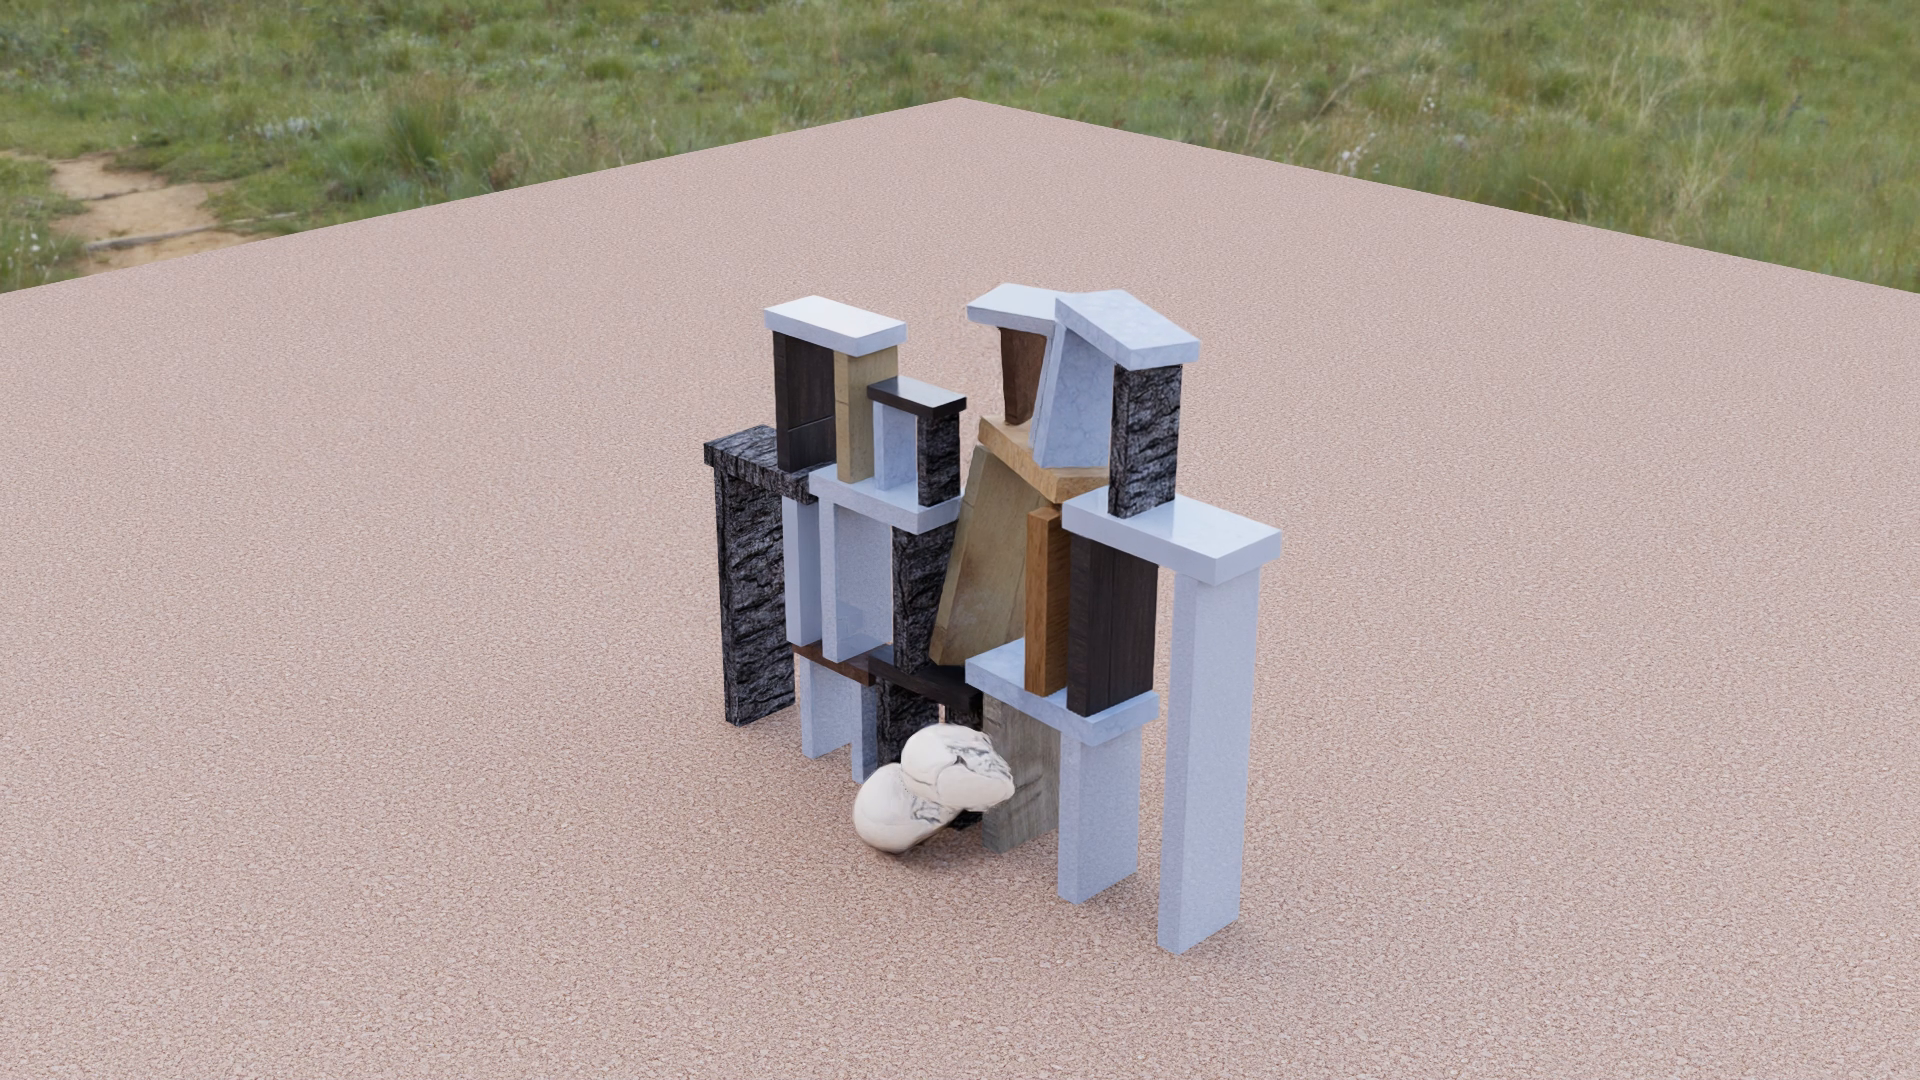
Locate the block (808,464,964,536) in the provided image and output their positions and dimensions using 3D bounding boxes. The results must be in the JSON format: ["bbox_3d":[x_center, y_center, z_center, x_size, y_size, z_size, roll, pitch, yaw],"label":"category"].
[{"bbox_3d":[-0.138,-0.093,4.330,0.308,0.044,0.154,21,31,40],"label":"block"}]

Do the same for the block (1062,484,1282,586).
[{"bbox_3d":[0.366,-0.019,3.829,0.175,0.050,0.351,-21,31,-40],"label":"block"}]

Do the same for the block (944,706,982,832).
[{"bbox_3d":[0.032,0.431,4.392,0.138,0.275,0.039,-21,31,-40],"label":"block"}]

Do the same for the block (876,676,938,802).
[{"bbox_3d":[-0.107,0.386,4.499,0.039,0.275,0.138,21,31,40],"label":"block"}]

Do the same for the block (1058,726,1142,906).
[{"bbox_3d":[0.263,0.497,4.145,0.173,0.346,0.049,-21,31,-41],"label":"block"}]

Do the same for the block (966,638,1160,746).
[{"bbox_3d":[0.190,0.280,4.150,0.173,0.049,0.346,-19,29,-37],"label":"block"}]

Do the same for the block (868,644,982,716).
[{"bbox_3d":[-0.037,0.265,4.380,0.275,0.039,0.138,20,30,39],"label":"block"}]

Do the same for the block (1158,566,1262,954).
[{"bbox_3d":[0.442,0.379,3.911,0.175,0.747,0.050,-21,31,-41],"label":"block"}]

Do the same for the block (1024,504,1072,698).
[{"bbox_3d":[0.198,0.097,4.065,0.050,0.354,0.177,20,30,39],"label":"block"}]

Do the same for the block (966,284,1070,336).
[{"bbox_3d":[0.137,-0.422,4.035,0.230,0.033,0.115,15,35,39],"label":"block"}]

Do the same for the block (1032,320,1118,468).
[{"bbox_3d":[0.221,-0.262,3.959,0.135,0.270,0.038,-2,27,-23],"label":"block"}]

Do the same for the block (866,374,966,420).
[{"bbox_3d":[-0.083,-0.273,4.202,0.181,0.026,0.090,21,31,40],"label":"block"}]

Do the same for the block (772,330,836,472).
[{"bbox_3d":[-0.309,-0.293,4.436,0.038,0.293,0.134,21,31,41],"label":"block"}]

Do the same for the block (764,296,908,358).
[{"bbox_3d":[-0.246,-0.421,4.314,0.268,0.038,0.134,21,31,40],"label":"block"}]

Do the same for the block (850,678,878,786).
[{"bbox_3d":[-0.171,0.380,4.564,0.033,0.236,0.118,21,31,41],"label":"block"}]

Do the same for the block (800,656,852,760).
[{"bbox_3d":[-0.282,0.336,4.667,0.118,0.236,0.033,-21,31,-41],"label":"block"}]

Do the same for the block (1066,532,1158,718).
[{"bbox_3d":[0.278,0.132,3.987,0.175,0.351,0.050,-19,30,-38],"label":"block"}]

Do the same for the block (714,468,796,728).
[{"bbox_3d":[-0.441,0.107,4.747,0.046,0.595,0.163,21,31,41],"label":"block"}]

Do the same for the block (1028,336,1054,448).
[{"bbox_3d":[0.203,-0.277,4.052,0.115,0.230,0.033,-1,25,-24],"label":"block"}]

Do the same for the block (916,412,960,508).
[{"bbox_3d":[-0.041,-0.161,4.204,0.026,0.181,0.090,20,30,40],"label":"block"}]

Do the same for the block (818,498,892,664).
[{"bbox_3d":[-0.211,0.062,4.474,0.154,0.353,0.044,-21,31,-41],"label":"block"}]

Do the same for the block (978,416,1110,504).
[{"bbox_3d":[0.185,-0.155,4.128,0.177,0.050,0.354,-2,22,-24],"label":"block"}]

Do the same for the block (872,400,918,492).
[{"bbox_3d":[-0.126,-0.194,4.281,0.026,0.181,0.090,20,30,41],"label":"block"}]

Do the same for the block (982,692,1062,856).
[{"bbox_3d":[0.124,0.428,4.309,0.173,0.346,0.049,-19,30,-38],"label":"block"}]

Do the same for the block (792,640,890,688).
[{"bbox_3d":[-0.227,0.234,4.563,0.236,0.033,0.118,21,31,41],"label":"block"}]

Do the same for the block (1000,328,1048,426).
[{"bbox_3d":[0.131,-0.344,4.181,0.033,0.230,0.115,24,41,38],"label":"block"}]

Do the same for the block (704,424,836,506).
[{"bbox_3d":[-0.364,-0.158,4.551,0.163,0.046,0.326,-22,31,-40],"label":"block"}]

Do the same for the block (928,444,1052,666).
[{"bbox_3d":[0.071,0.037,4.298,0.177,0.435,0.050,5,16,-28],"label":"block"}]

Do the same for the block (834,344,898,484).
[{"bbox_3d":[-0.182,-0.256,4.316,0.038,0.268,0.134,21,31,40],"label":"block"}]

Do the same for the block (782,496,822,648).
[{"bbox_3d":[-0.287,0.043,4.553,0.046,0.326,0.163,21,31,41],"label":"block"}]

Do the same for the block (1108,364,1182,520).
[{"bbox_3d":[0.320,-0.184,3.804,0.135,0.273,0.038,-21,32,-40],"label":"block"}]

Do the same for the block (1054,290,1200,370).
[{"bbox_3d":[0.288,-0.367,3.817,0.135,0.038,0.270,-9,29,-24],"label":"block"}]

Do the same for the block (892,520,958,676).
[{"bbox_3d":[-0.062,0.097,4.333,0.044,0.308,0.154,21,31,40],"label":"block"}]
